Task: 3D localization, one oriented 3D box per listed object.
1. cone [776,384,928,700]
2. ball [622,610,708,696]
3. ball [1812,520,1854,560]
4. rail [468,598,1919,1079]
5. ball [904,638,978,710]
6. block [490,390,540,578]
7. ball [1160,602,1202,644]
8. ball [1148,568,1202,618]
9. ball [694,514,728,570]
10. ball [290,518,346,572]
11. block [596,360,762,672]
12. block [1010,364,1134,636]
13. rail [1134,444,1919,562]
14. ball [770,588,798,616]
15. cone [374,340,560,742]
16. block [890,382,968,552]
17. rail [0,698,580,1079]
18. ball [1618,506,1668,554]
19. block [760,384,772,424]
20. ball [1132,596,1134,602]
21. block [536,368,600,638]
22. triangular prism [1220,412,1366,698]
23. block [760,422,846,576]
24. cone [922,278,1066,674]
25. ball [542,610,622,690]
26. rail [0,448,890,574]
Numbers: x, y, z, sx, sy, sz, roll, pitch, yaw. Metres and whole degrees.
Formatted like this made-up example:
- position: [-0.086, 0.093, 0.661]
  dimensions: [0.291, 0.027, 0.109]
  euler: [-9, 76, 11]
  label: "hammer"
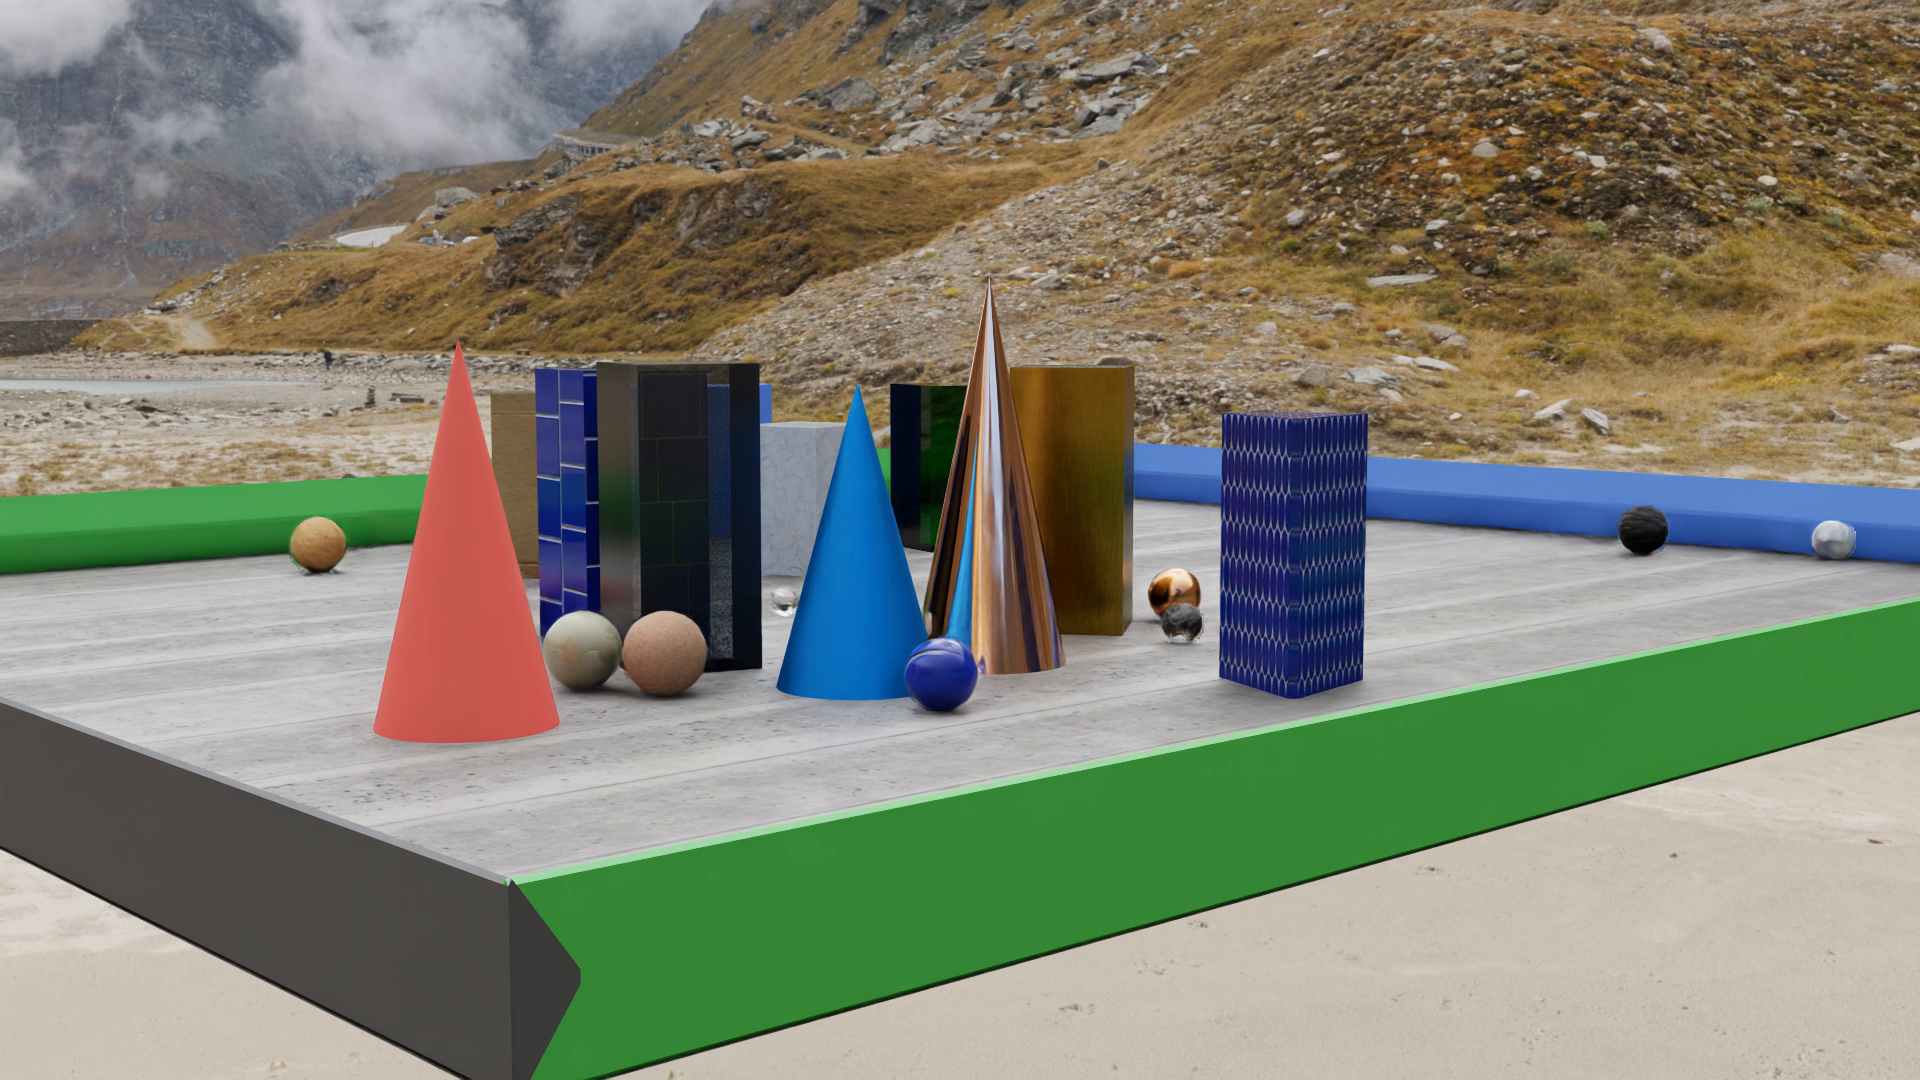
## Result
- position: [-0.120, -0.006, 2.597]
  dimensions: [0.196, 0.361, 0.196]
  euler: [0, 6, 0]
  label: "cone"
- position: [-0.342, 0.131, 2.549]
  dimensions: [0.098, 0.098, 0.098]
  euler: [0, 6, 0]
  label: "ball"
- position: [1.557, 0.000, 3.925]
  dimensions: [0.072, 0.072, 0.072]
  euler: [0, 6, 0]
  label: "ball"
- position: [0.923, 0.137, 2.337]
  dimensions: [3.238, 0.127, 0.045]
  euler: [-5, 8, -42]
  label: "rail"
- position: [-0.021, 0.149, 2.451]
  dimensions: [0.082, 0.082, 0.082]
  euler: [0, 6, 0]
  label: "ball"
- position: [-0.696, -0.097, 3.723]
  dimensions: [0.157, 0.307, 0.157]
  euler: [0, 6, 0]
  label: "block"
- position: [0.297, 0.110, 2.947]
  dimensions: [0.056, 0.056, 0.056]
  euler: [0, 6, 0]
  label: "ball"
- position: [0.308, 0.078, 3.157]
  dimensions: [0.076, 0.076, 0.076]
  euler: [0, 6, 0]
  label: "ball"
- position: [-0.448, 0.003, 3.779]
  dimensions: [0.096, 0.096, 0.096]
  euler: [0, 6, 0]
  label: "ball"
- position: [-1.094, 0.008, 3.750]
  dimensions: [0.094, 0.094, 0.094]
  euler: [0, 6, 0]
  label: "ball"
- position: [-0.352, -0.032, 2.756]
  dimensions: [0.157, 0.379, 0.157]
  euler: [-3, 7, -27]
  label: "block"
- position: [0.158, -0.060, 3.086]
  dimensions: [0.157, 0.366, 0.157]
  euler: [1, 6, 9]
  label: "block"
- position: [1.172, -0.079, 4.408]
  dimensions: [0.045, 0.127, 2.769]
  euler: [-5, 8, -42]
  label: "rail"
- position: [-0.255, 0.091, 3.206]
  dimensions: [0.041, 0.041, 0.041]
  euler: [0, 6, 0]
  label: "ball"
- position: [-0.530, -0.007, 2.345]
  dimensions: [0.196, 0.415, 0.196]
  euler: [0, 6, 0]
  label: "cone"
- position: [-0.025, -0.140, 4.141]
  dimensions: [0.157, 0.306, 0.157]
  euler: [-3, 7, -30]
  label: "block"
- position: [-1.172, 0.146, 2.256]
  dimensions: [0.045, 0.127, 2.769]
  euler: [-5, 8, -42]
  label: "rail"
- position: [1.251, -0.019, 4.029]
  dimensions: [0.088, 0.088, 0.088]
  euler: [0, 6, 0]
  label: "ball"
- position: [-0.478, -0.165, 4.425]
  dimensions: [0.157, 0.296, 0.157]
  euler: [2, 6, 14]
  label: "block"
- position: [0.225, 0.086, 3.197]
  dimensions: [0.053, 0.053, 0.053]
  euler: [0, 6, 0]
  label: "ball"
- position: [-0.466, -0.048, 2.973]
  dimensions: [0.157, 0.366, 0.157]
  euler: [-4, 7, -34]
  label: "block"
- position: [0.376, 0.011, 2.622]
  dimensions: [0.147, 0.322, 0.170]
  euler: [5, 8, 37]
  label: "triangular prism"
- position: [-0.265, -0.073, 3.768]
  dimensions: [0.157, 0.250, 0.157]
  euler: [4, 7, 32]
  label: "block"
- position: [0.037, -0.087, 2.767]
  dimensions: [0.196, 0.486, 0.196]
  euler: [0, 6, 0]
  label: "cone"
- position: [-0.443, 0.130, 2.587]
  dimensions: [0.093, 0.093, 0.093]
  euler: [0, 6, 0]
  label: "ball"
- position: [-0.923, -0.071, 4.326]
  dimensions: [3.238, 0.127, 0.045]
  euler: [-5, 8, -42]
  label: "rail"
